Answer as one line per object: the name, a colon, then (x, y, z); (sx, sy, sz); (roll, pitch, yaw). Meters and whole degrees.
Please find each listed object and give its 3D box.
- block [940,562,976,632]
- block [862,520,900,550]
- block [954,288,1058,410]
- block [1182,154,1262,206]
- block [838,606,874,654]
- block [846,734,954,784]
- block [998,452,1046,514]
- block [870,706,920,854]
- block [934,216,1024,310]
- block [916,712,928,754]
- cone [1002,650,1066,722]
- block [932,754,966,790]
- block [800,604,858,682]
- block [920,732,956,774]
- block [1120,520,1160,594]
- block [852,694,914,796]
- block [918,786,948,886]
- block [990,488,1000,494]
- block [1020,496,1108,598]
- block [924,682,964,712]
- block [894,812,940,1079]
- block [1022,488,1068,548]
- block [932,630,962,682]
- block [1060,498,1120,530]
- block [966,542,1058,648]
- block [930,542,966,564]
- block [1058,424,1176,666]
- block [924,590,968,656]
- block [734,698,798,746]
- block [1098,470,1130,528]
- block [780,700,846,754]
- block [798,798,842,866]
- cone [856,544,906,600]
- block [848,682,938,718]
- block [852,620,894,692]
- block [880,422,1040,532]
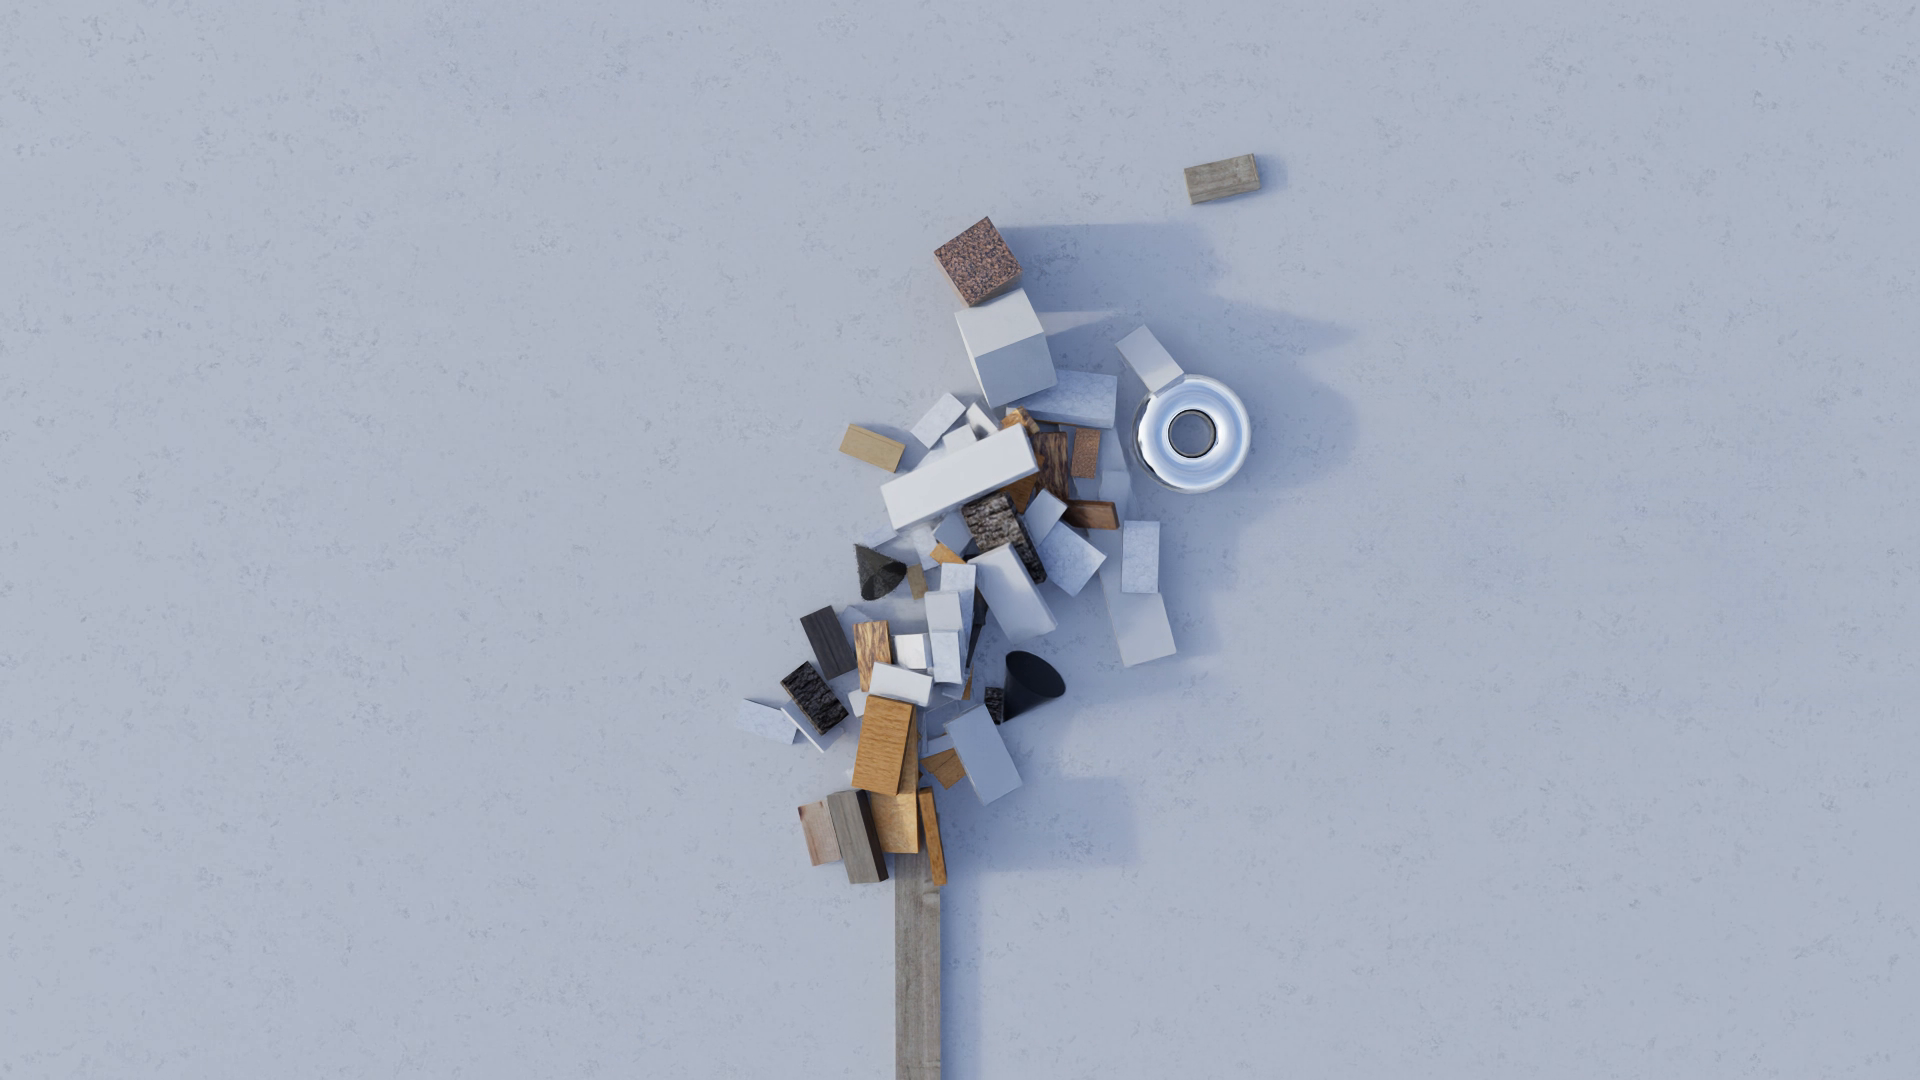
block: (-0.010, 0.186, 5.344); (0.110, 0.031, 0.220); (5, 91, 6)
block: (-0.265, -0.017, 5.492); (0.112, 0.016, 0.056); (-26, 90, 0)
block: (0.150, -0.619, 5.334); (0.235, 0.235, 0.235); (-21, 48, 0)
block: (0.871, -1.199, 5.483); (0.236, 0.033, 0.118); (-13, 90, 0)
block: (-0.383, 0.327, 5.486); (0.100, 0.028, 0.200); (32, 90, 0)
block: (-0.185, 0.721, 5.475); (0.392, 0.014, 0.048); (-20, 77, 4)
block: (0.196, -0.195, 5.392); (0.101, 0.029, 0.202); (21, 87, 4)
block: (-0.216, 0.787, 5.421); (0.152, 0.043, 0.477); (-1, 93, 12)
block: (0.059, -0.896, 5.396); (0.209, 0.209, 0.209); (-33, 90, 0)
block: (-0.146, 0.641, 5.470); (0.069, 0.020, 0.138); (-7, 76, 7)
cone: (0.194, 0.524, 5.450); (0.224, 0.224, 0.224); (32, 117, 0)
block: (-0.011, 0.756, 5.489); (0.149, 0.021, 0.074); (-39, 90, 0)
block: (-0.433, 0.340, 5.456); (0.113, 0.032, 0.226); (-24, 90, 0)
block: (-0.065, 0.702, 5.489); (0.149, 0.021, 0.074); (-40, 90, 0)
block: (0.594, 0.055, 5.433); (0.118, 0.033, 0.236); (2, 90, 0)
block: (-0.251, 0.669, 5.377); (0.152, 0.043, 0.304); (11, 96, 11)
block: (-0.087, 0.964, 5.383); (0.042, 0.149, 0.299); (-10, 90, 0)
block: (0.048, -0.183, 5.452); (0.221, 0.031, 0.110); (-31, 101, -9)
block: (0.293, 0.011, 5.443); (0.354, 0.050, 0.177); (38, 106, 3)
block: (-0.063, 0.513, 5.466); (0.138, 0.020, 0.069); (-26, 72, 12)
block: (-0.140, 1.382, 5.479); (0.149, 0.042, 0.945); (0, 90, 0)
block: (0.254, -0.060, 5.396); (0.101, 0.029, 0.202); (37, 106, 3)
block: (-0.042, 0.373, 5.317); (0.087, 0.025, 0.174); (-1, 112, 8)
block: (0.412, -0.084, 5.401); (0.217, 0.026, 0.091); (4, 126, 31)
block: (0.169, 0.180, 5.406); (0.162, 0.046, 0.324); (-24, 107, 21)
block: (-0.040, 0.063, 5.434); (0.112, 0.016, 0.056); (39, 79, 10)
block: (0.523, -0.005, 5.475); (0.177, 0.050, 0.833); (-15, 90, 0)
block: (-0.045, 0.270, 5.306); (0.110, 0.031, 0.220); (-4, 111, 9)
block: (-0.639, 0.605, 5.486); (0.200, 0.028, 0.100); (17, 90, 0)
block: (0.503, -0.135, 5.437); (0.091, 0.026, 0.183); (9, 90, 0)
block: (-0.487, 0.597, 5.466); (0.203, 0.029, 0.101); (47, 66, 0)
block: (-0.466, 0.973, 5.486); (0.101, 0.029, 0.203); (-14, 90, 0)
cone: (-0.300, 0.074, 5.460); (0.179, 0.179, 0.179); (-39, 63, 0)
block: (-0.221, 0.495, 5.471); (0.294, 0.025, 0.087); (-23, 68, 1)
block: (-0.281, 0.383, 5.443); (0.113, 0.032, 0.226); (-7, 90, 13)
block: (-0.003, -0.200, 5.360); (0.515, 0.046, 0.162); (-24, 69, 16)
